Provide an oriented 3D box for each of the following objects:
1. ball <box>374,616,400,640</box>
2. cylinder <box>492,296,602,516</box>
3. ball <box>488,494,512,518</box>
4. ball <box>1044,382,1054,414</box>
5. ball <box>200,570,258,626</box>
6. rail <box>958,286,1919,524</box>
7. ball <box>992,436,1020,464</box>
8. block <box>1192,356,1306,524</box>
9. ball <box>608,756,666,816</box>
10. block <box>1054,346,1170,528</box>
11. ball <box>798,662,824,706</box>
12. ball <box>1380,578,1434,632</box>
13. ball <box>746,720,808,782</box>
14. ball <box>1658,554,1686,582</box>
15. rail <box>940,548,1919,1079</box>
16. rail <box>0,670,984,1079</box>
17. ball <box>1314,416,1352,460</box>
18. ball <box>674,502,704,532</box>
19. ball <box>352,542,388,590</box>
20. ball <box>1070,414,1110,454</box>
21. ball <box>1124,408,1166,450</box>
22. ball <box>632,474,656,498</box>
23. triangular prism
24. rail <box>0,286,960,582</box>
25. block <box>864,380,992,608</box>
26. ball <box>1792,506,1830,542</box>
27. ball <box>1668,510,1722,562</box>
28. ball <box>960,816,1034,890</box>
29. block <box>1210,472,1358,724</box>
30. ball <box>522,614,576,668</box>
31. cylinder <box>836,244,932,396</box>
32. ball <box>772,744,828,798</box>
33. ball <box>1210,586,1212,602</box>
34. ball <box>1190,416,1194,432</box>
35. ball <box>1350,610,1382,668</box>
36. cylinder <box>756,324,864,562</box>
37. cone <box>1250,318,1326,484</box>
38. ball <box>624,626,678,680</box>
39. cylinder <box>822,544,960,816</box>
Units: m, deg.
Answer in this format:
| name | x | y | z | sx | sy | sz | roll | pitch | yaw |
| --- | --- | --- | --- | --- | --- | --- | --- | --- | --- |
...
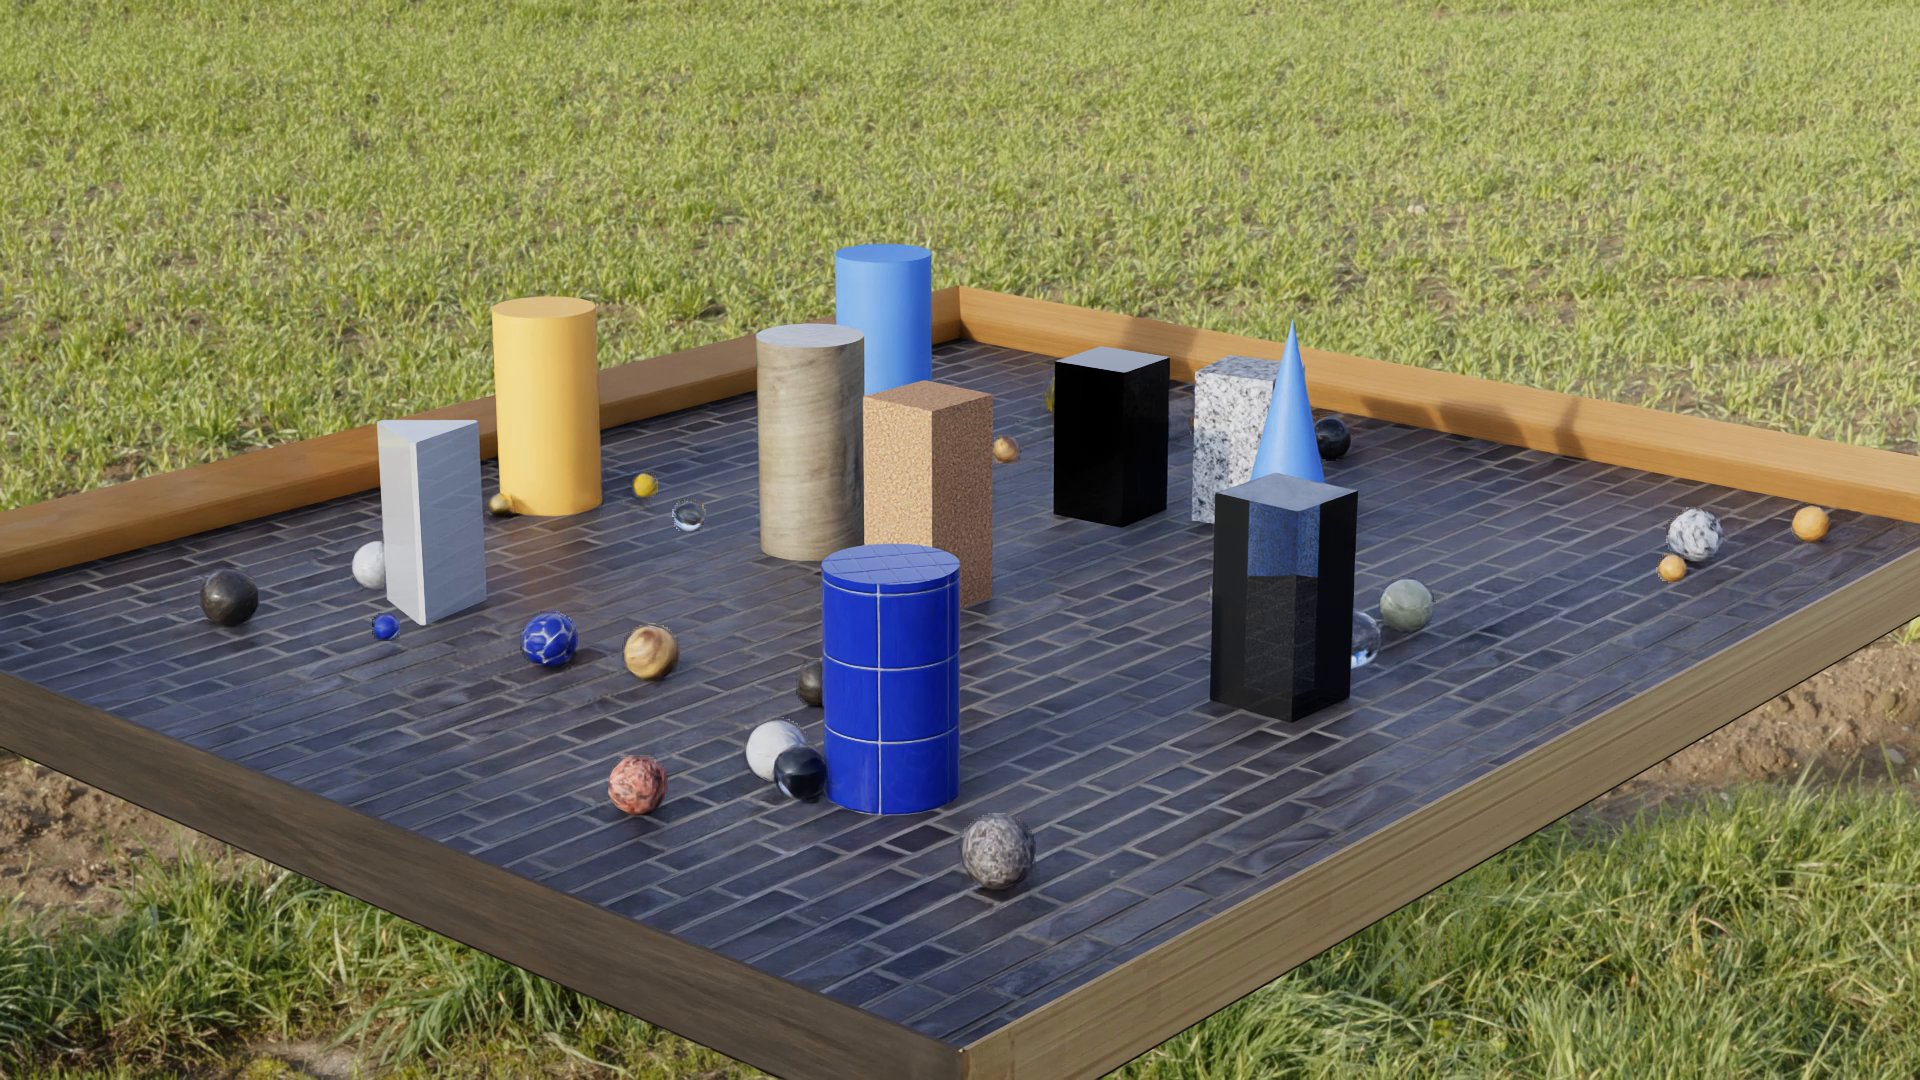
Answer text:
| name | x | y | z | sx | sy | sz | roll | pitch | yaw |
| --- | --- | --- | --- | --- | --- | --- | --- | --- | --- |
| ball | -0.957 | 0.146 | 4.891 | 0.042 | 0.042 | 0.042 | 0 | 17 | 0 |
| cylinder | -0.793 | -0.259 | 5.639 | 0.196 | 0.386 | 0.196 | 0 | 17 | 0 |
| ball | -0.875 | -0.065 | 5.587 | 0.046 | 0.046 | 0.046 | 0 | 17 | 0 |
| ball | 0.221 | -0.308 | 6.336 | 0.079 | 0.079 | 0.079 | 0 | 17 | 0 |
| ball | -1.235 | 0.098 | 4.957 | 0.097 | 0.097 | 0.097 | 0 | 17 | 0 |
| rail | 0.980 | -0.294 | 6.201 | 2.645 | 0.127 | 0.045 | 14 | 22 | 39 |
| ball | 0.094 | -0.184 | 5.966 | 0.054 | 0.054 | 0.054 | 0 | 17 | 0 |
| block | 0.548 | -0.185 | 5.562 | 0.157 | 0.290 | 0.157 | 9 | 19 | 28 |
| ball | -0.457 | 0.348 | 4.153 | 0.083 | 0.083 | 0.083 | 0 | 17 | 0 |
| block | 0.288 | -0.198 | 5.587 | 0.157 | 0.300 | 0.157 | 12 | 21 | 35 |
| ball | -0.219 | 0.225 | 4.582 | 0.071 | 0.071 | 0.071 | 0 | 17 | 0 |
| ball | 0.751 | 0.110 | 4.932 | 0.089 | 0.089 | 0.089 | 0 | 17 | 0 |
| ball | -0.266 | 0.308 | 4.272 | 0.091 | 0.091 | 0.091 | 0 | 17 | 0 |
| ball | 1.264 | 0.051 | 5.200 | 0.048 | 0.048 | 0.048 | 0 | 17 | 0 |
| rail | 0.981 | 0.278 | 4.305 | 0.045 | 0.127 | 3.038 | 14 | 22 | 39 |
| rail | -0.980 | 0.358 | 4.039 | 2.645 | 0.127 | 0.045 | 14 | 22 | 39 |
| ball | 0.755 | -0.208 | 5.987 | 0.088 | 0.088 | 0.088 | 0 | 17 | 0 |
| ball | -0.508 | -0.044 | 5.500 | 0.056 | 0.056 | 0.056 | 0 | 17 | 0 |
| ball | -1.021 | 0.045 | 5.133 | 0.084 | 0.084 | 0.084 | 0 | 17 | 0 |
| ball | 0.269 | -0.219 | 6.034 | 0.082 | 0.082 | 0.082 | 0 | 17 | 0 |
| ball | 0.382 | -0.229 | 6.057 | 0.087 | 0.087 | 0.087 | 0 | 17 | 0 |
| ball | -0.616 | -0.106 | 5.722 | 0.047 | 0.047 | 0.047 | 0 | 17 | 0 |
| triangular prism | -0.932 | -0.040 | 5.030 | 0.147 | 0.320 | 0.170 | 10 | 19 | 29 |
| rail | -0.981 | -0.214 | 5.935 | 0.045 | 0.127 | 3.038 | 14 | 22 | 39 |
| block | -0.055 | -0.072 | 5.058 | 0.157 | 0.365 | 0.157 | 14 | 22 | 39 |
| ball | 1.577 | -0.029 | 5.433 | 0.066 | 0.066 | 0.066 | 0 | 17 | 0 |
| ball | 1.333 | -0.008 | 5.313 | 0.095 | 0.095 | 0.095 | 0 | 17 | 0 |
| ball | 0.050 | 0.416 | 3.902 | 0.098 | 0.098 | 0.098 | 0 | 17 | 0 |
| block | 0.504 | 0.088 | 4.572 | 0.157 | 0.339 | 0.157 | 15 | 22 | 40 |
| ball | -0.666 | 0.163 | 4.757 | 0.088 | 0.088 | 0.088 | 0 | 17 | 0 |
| cylinder | -0.156 | -0.386 | 6.018 | 0.196 | 0.411 | 0.196 | 0 | 17 | 0 |
| ball | -0.229 | 0.331 | 4.197 | 0.078 | 0.078 | 0.078 | 0 | 17 | 0 |
| ball | 0.471 | 0.093 | 4.982 | 0.092 | 0.092 | 0.092 | 0 | 17 | 0 |
| ball | 0.514 | -0.244 | 6.153 | 0.061 | 0.061 | 0.061 | 0 | 17 | 0 |
| ball | 0.636 | 0.161 | 4.752 | 0.094 | 0.094 | 0.094 | 0 | 17 | 0 |
| cylinder | -0.271 | -0.180 | 5.360 | 0.196 | 0.397 | 0.196 | 0 | 17 | 0 |
| cone | 0.596 | -0.188 | 5.313 | 0.196 | 0.438 | 0.196 | 0 | 17 | 0 |
| ball | -0.495 | 0.182 | 4.696 | 0.087 | 0.087 | 0.087 | 0 | 17 | 0 |
| cylinder | -0.098 | 0.198 | 4.200 | 0.196 | 0.343 | 0.196 | 0 | 17 | 0 |
